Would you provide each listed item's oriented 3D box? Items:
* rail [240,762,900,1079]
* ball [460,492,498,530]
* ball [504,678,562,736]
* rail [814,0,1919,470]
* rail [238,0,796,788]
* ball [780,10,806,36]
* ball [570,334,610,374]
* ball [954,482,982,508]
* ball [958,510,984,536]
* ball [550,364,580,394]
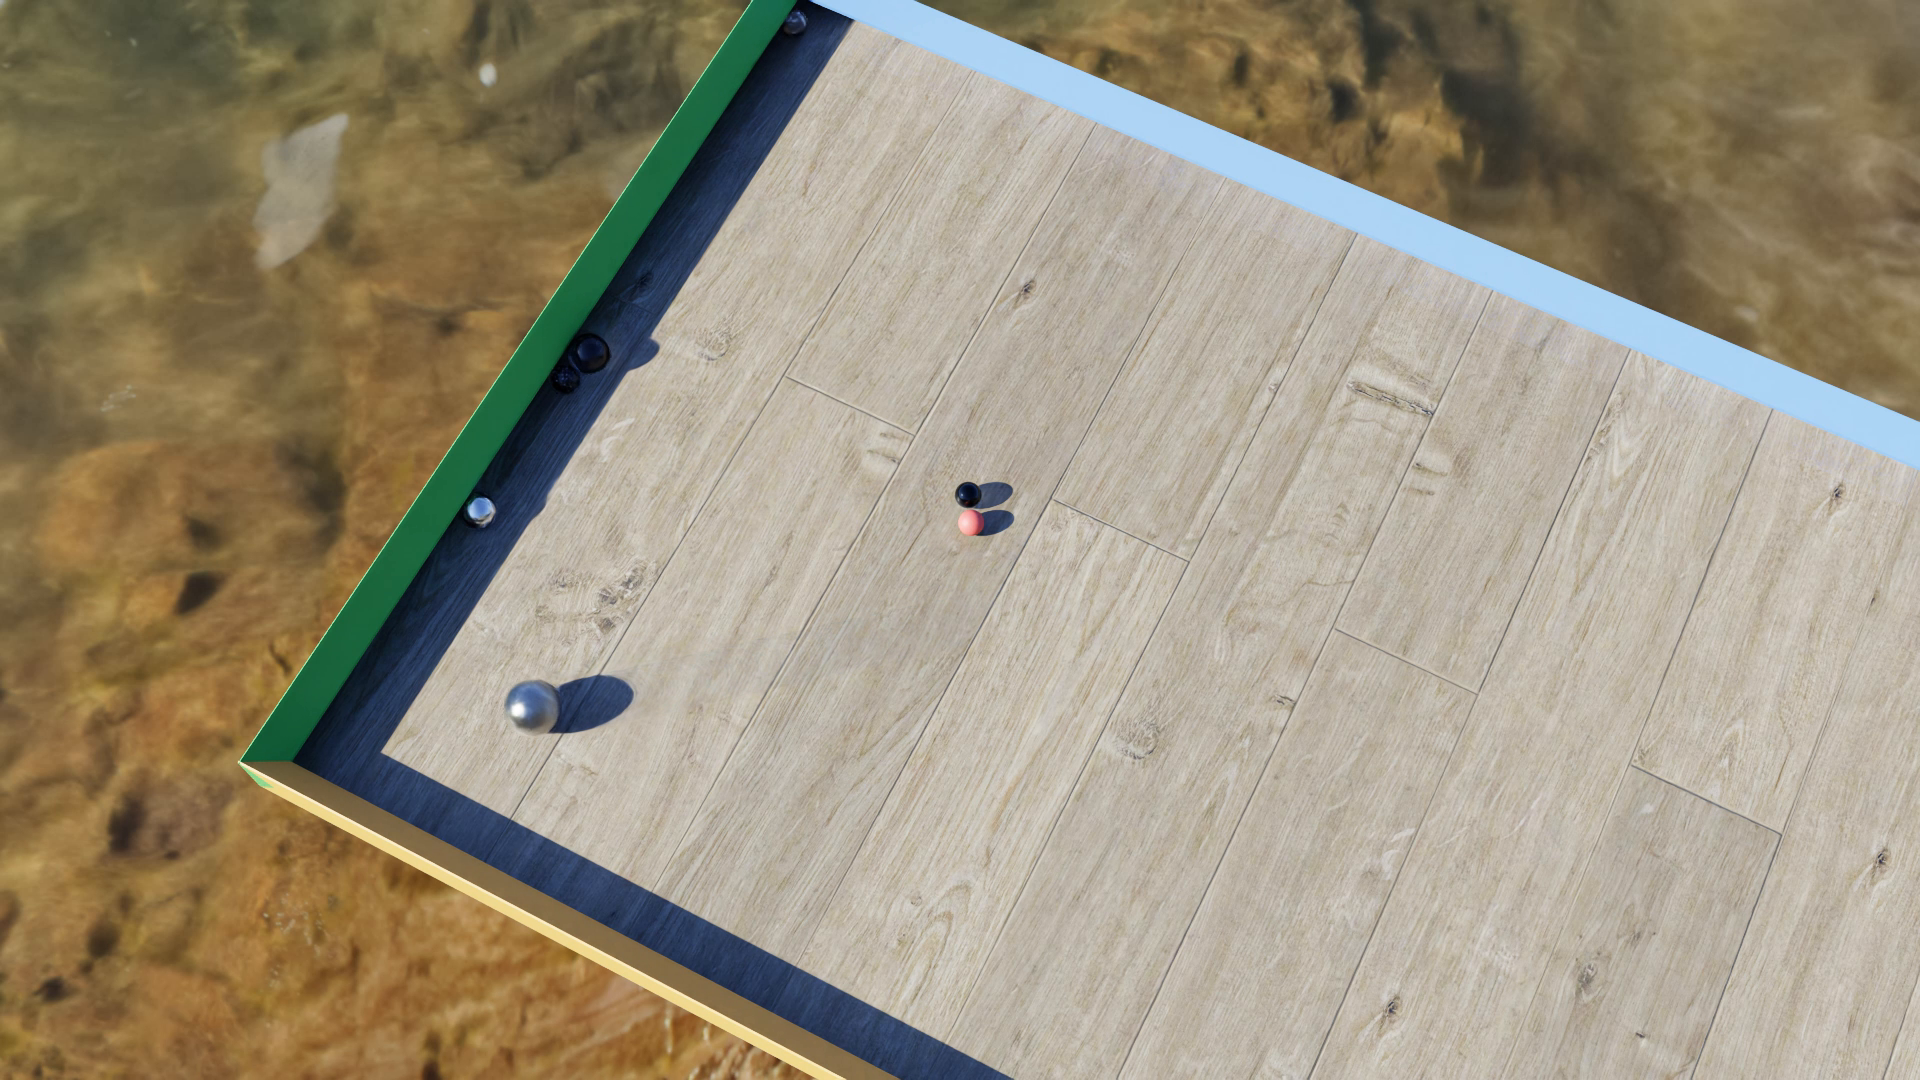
[{"bbox_3d":[0.318,0.989,3.073,3.125,0.115,0.045,25,69,11],"label":"rail"},{"bbox_3d":[-0.779,-0.047,3.562,0.060,0.060,0.060,0,66,0],"label":"ball"},{"bbox_3d":[-0.661,0.260,3.411,0.088,0.088,0.088,0,66,0],"label":"ball"},{"bbox_3d":[1.074,-0.362,3.670,3.125,0.115,0.045,25,69,11],"label":"rail"},{"bbox_3d":[-0.674,-0.328,3.655,0.045,0.115,1.707,25,69,11],"label":"rail"},{"bbox_3d":[-0.301,-0.931,3.960,0.044,0.044,0.044,0,66,0],"label":"ball"},{"bbox_3d":[-0.619,-0.312,3.675,0.067,0.067,0.067,0,66,0],"label":"ball"},{"bbox_3d":[0.013,-0.073,3.582,0.045,0.045,0.045,0,66,0],"label":"ball"},{"bbox_3d":[0.018,-0.028,3.563,0.043,0.043,0.043,0,66,0],"label":"ball"},{"bbox_3d":[-0.657,-0.269,3.666,0.048,0.048,0.048,0,66,0],"label":"ball"}]
